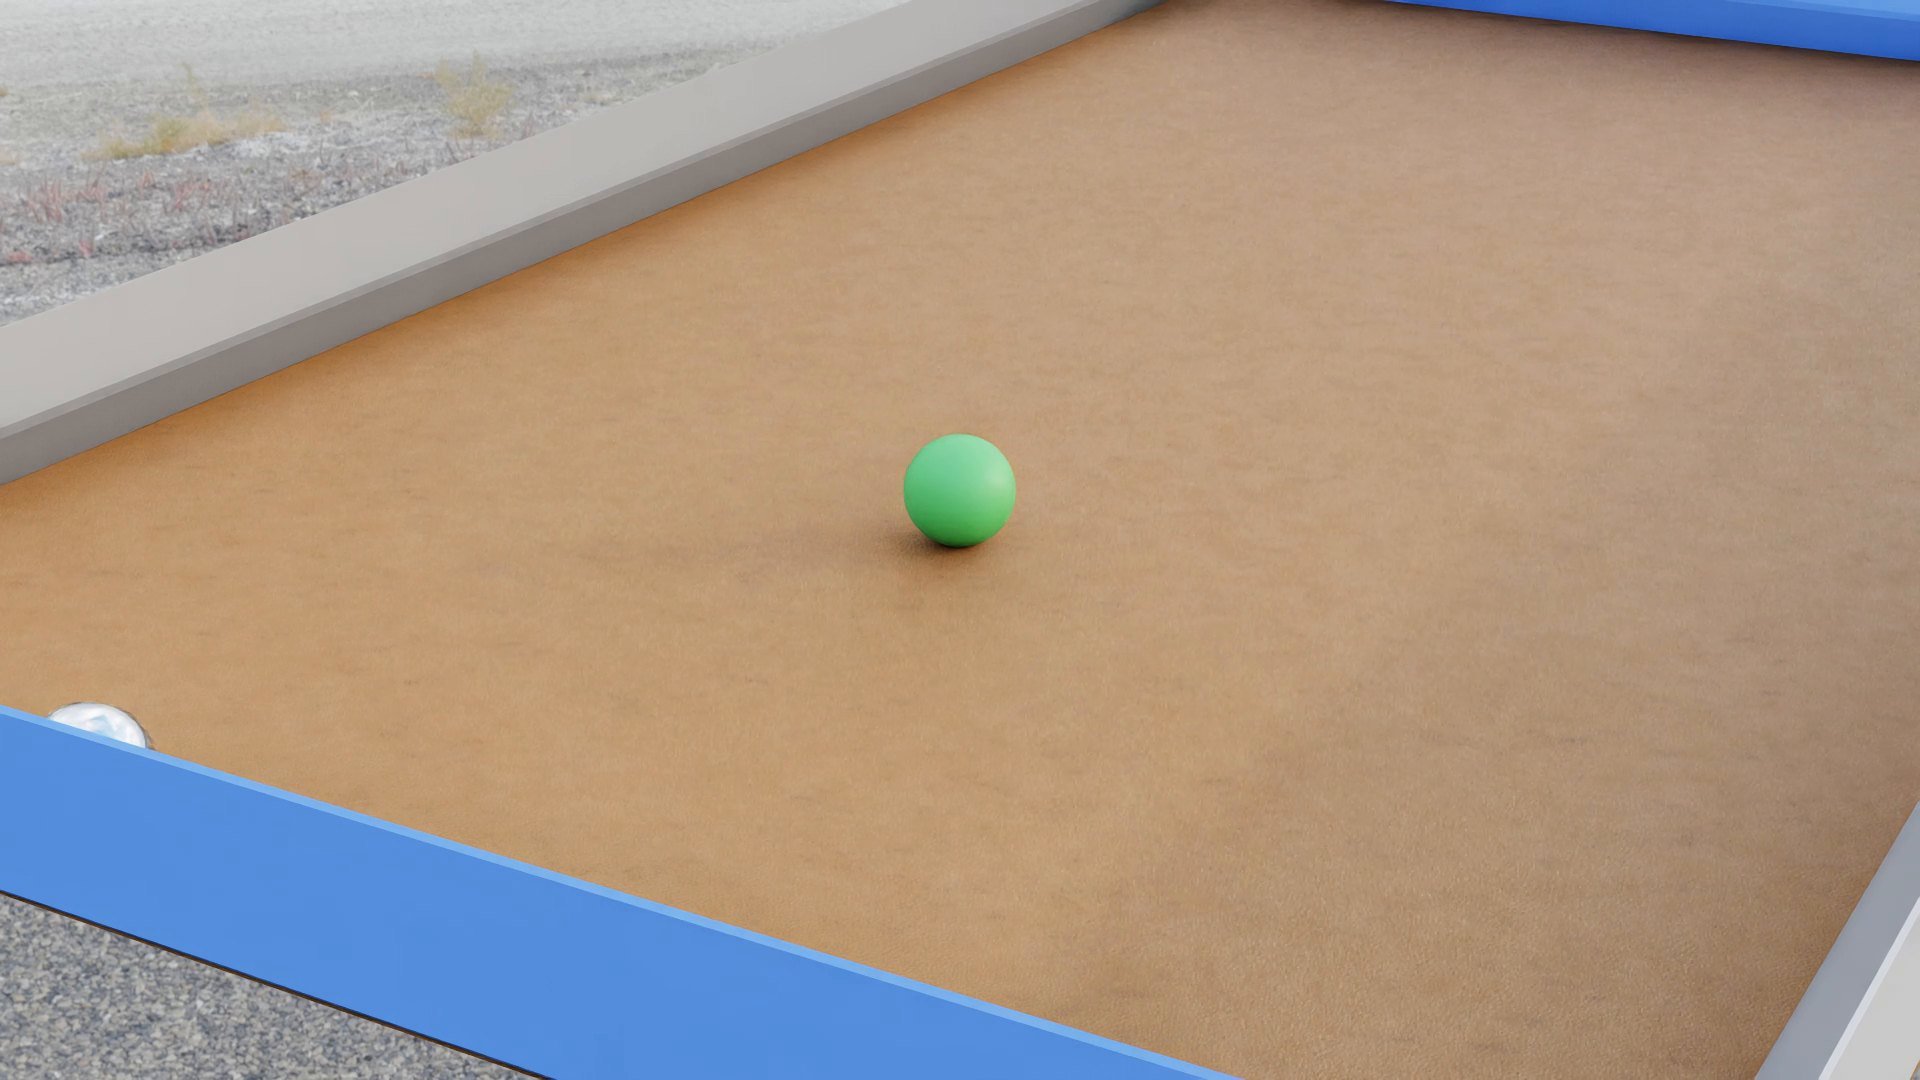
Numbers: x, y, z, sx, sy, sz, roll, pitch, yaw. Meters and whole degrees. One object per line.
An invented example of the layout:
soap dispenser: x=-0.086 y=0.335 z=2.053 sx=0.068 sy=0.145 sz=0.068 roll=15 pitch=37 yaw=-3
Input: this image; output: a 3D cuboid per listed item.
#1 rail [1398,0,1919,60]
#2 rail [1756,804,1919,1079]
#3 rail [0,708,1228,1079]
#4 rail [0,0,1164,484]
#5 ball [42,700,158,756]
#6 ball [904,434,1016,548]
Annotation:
rail: x=0.954 y=-0.658 z=3.555 sx=1.446 sy=0.118 sz=0.045 roll=12 pitch=25 yaw=27
rail: x=0.928 y=-0.105 z=2.217 sx=0.045 sy=0.118 sz=2.583 roll=12 pitch=25 yaw=27
rail: x=-0.310 y=0.181 z=1.523 sx=1.446 sy=0.118 sz=0.045 roll=12 pitch=25 yaw=27
rail: x=-0.284 y=-0.371 z=2.861 sx=0.045 sy=0.118 sz=2.583 roll=12 pitch=25 yaw=27
ball: x=-0.502 y=0.132 z=1.695 sx=0.079 sy=0.079 sz=0.079 roll=0 pitch=22 yaw=0
ball: x=0.000 y=-0.035 z=2.100 sx=0.081 sy=0.081 sz=0.081 roll=0 pitch=22 yaw=0
